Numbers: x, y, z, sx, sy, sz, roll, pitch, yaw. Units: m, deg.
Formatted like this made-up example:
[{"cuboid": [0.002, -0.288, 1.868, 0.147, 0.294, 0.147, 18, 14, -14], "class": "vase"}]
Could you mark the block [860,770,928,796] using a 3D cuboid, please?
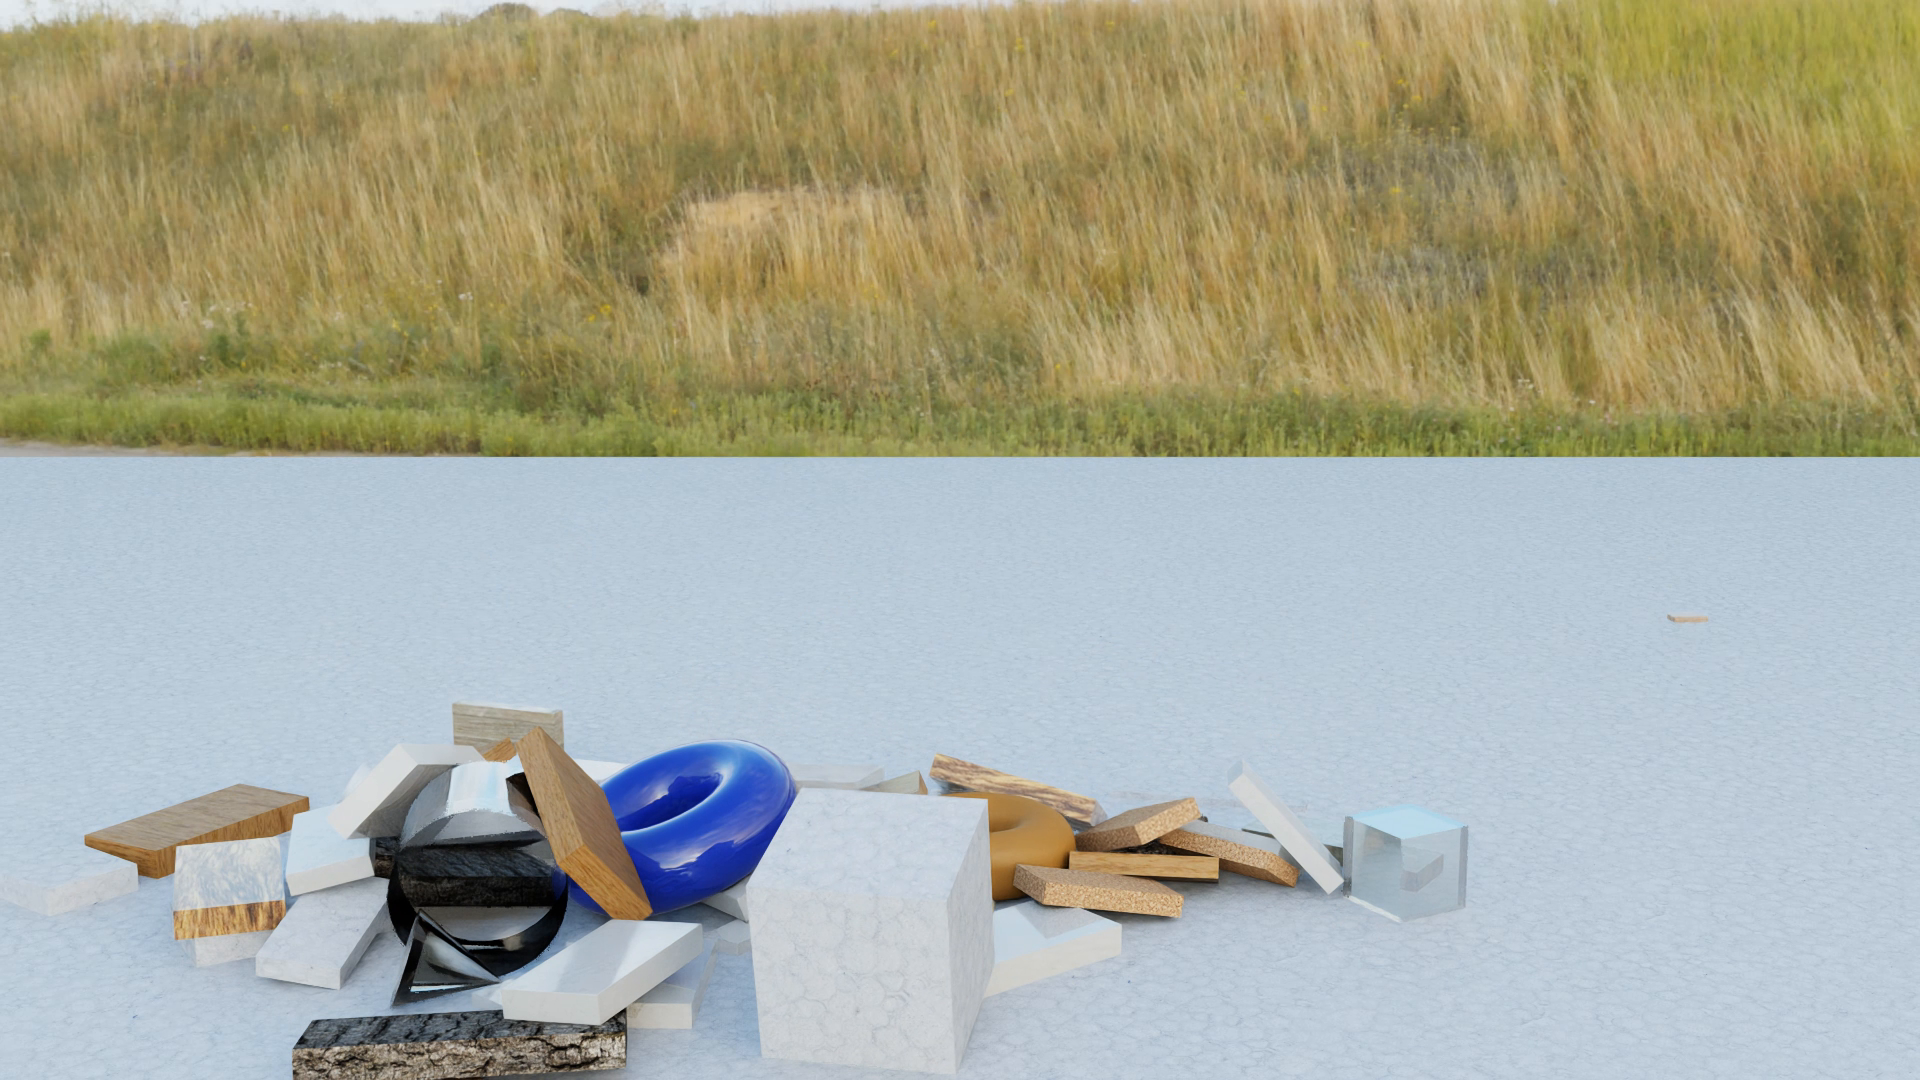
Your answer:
[{"cuboid": [-0.202, 0.490, 3.717, 0.300, 0.042, 0.150, -19, 24, 8], "class": "block"}]

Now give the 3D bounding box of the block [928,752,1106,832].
[{"cuboid": [0.105, 0.456, 3.939, 0.301, 0.043, 0.150, 15, -13, 15], "class": "block"}]

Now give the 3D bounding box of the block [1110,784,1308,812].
[{"cuboid": [0.472, 0.490, 4.174, 0.371, 0.013, 0.046, 3, 11, 15], "class": "block"}]

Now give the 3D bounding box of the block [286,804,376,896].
[{"cuboid": [-1.004, 0.487, 3.523, 0.128, 0.036, 0.256, -13, 17, -10], "class": "block"}]

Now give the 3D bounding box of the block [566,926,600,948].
[{"cuboid": [-0.517, 0.610, 3.314, 0.140, 0.020, 0.070, 1, 12, 31], "class": "block"}]

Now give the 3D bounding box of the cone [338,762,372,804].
[{"cuboid": [-0.973, 0.522, 3.775, 0.212, 0.212, 0.212, 26, 9, -6], "class": "cone"}]

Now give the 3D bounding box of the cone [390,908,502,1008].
[{"cuboid": [-0.739, 0.628, 3.215, 0.147, 0.147, 0.147, 18, 7, -13], "class": "cone"}]

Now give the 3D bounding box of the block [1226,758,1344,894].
[{"cuboid": [0.545, 0.479, 3.693, 0.035, 0.245, 0.122, -43, 0, 9], "class": "block"}]

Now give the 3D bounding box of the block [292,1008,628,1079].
[{"cuboid": [-0.666, 0.680, 2.968, 0.427, 0.050, 0.175, -1, 0, -8], "class": "block"}]

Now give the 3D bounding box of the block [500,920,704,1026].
[{"cuboid": [-0.500, 0.607, 3.108, 0.150, 0.043, 0.301, -1, 9, 21], "class": "block"}]

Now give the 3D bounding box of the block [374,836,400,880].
[{"cuboid": [-0.858, 0.528, 3.680, 0.353, 0.050, 0.176, 6, 6, -34], "class": "block"}]

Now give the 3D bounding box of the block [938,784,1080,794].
[{"cuboid": [0.092, 0.484, 4.143, 0.245, 0.035, 0.122, 8, 13, 38], "class": "block"}]

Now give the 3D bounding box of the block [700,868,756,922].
[{"cuboid": [-0.375, 0.540, 3.630, 0.150, 0.042, 0.300, -30, 21, -29], "class": "block"}]

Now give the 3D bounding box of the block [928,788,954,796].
[{"cuboid": [-0.167, 0.485, 3.932, 0.335, 0.042, 0.150, 0, 3, -19], "class": "block"}]

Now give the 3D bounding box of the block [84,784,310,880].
[{"cuboid": [-1.357, 0.516, 3.929, 0.176, 0.050, 0.353, 6, 12, 28], "class": "block"}]

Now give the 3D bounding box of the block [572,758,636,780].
[{"cuboid": [-0.725, 0.462, 4.269, 0.236, 0.033, 0.118, 3, 11, 18], "class": "block"}]

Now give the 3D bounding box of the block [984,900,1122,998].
[{"cuboid": [0.065, 0.624, 3.354, 0.338, 0.048, 0.169, -9, 14, -39], "class": "block"}]

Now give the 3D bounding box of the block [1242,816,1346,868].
[{"cuboid": [0.635, 0.532, 3.889, 0.245, 0.035, 0.122, 7, 13, 33], "class": "block"}]

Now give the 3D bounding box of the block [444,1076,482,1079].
[{"cuboid": [-0.687, 0.733, 2.831, 0.175, 0.025, 0.087, -9, 14, -40], "class": "block"}]

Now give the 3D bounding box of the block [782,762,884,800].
[{"cuboid": [-0.327, 0.436, 3.916, 0.350, 0.050, 0.175, 0, 4, 14], "class": "block"}]

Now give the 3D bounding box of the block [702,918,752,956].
[{"cuboid": [-0.333, 0.618, 3.465, 0.070, 0.020, 0.140, 7, 12, 32], "class": "block"}]

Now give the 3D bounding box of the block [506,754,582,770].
[{"cuboid": [-0.886, 0.474, 4.068, 0.338, 0.048, 0.169, -18, 20, -42], "class": "block"}]

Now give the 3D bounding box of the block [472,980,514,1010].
[{"cuboid": [-0.634, 0.671, 3.179, 0.140, 0.020, 0.070, 9, 14, 40], "class": "block"}]

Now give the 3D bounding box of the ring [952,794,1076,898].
[{"cuboid": [0.029, 0.520, 3.744, 0.337, 0.112, 0.337, 0, 11, 0], "class": "ring"}]

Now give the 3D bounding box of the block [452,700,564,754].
[{"cuboid": [-0.907, 0.391, 4.416, 0.236, 0.118, 0.033, 4, 11, 20], "class": "block"}]

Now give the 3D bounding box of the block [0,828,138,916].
[{"cuboid": [-1.554, 0.558, 3.717, 0.323, 0.046, 0.162, 8, 13, 37], "class": "block"}]

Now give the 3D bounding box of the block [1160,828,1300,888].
[{"cuboid": [0.456, 0.537, 3.729, 0.214, 0.030, 0.107, 9, -18, 39], "class": "block"}]

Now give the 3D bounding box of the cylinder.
[{"cuboid": [-0.739, 0.506, 3.403, 0.263, 0.263, 0.263, -2, 11, -9], "class": "cylinder"}]

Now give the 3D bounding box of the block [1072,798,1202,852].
[{"cuboid": [0.301, 0.491, 3.764, 0.122, 0.035, 0.245, -21, -3, -25], "class": "block"}]

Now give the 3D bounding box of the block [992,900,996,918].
[{"cuboid": [-0.115, 0.516, 3.475, 0.150, 0.043, 0.374, -7, 25, -34], "class": "block"}]

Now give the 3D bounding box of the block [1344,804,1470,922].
[{"cuboid": [0.732, 0.529, 3.613, 0.140, 0.140, 0.140, -6, 12, -29], "class": "block"}]

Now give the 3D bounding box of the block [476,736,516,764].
[{"cuboid": [-0.923, 0.437, 3.972, 0.128, 0.036, 0.273, -20, 8, 21], "class": "block"}]

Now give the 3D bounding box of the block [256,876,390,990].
[{"cuboid": [-0.966, 0.593, 3.371, 0.128, 0.036, 0.256, 9, 22, 3], "class": "block"}]

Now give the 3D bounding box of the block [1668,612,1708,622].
[{"cuboid": [1.895, 0.202, 5.724, 0.092, 0.013, 0.046, -1, 11, -6], "class": "block"}]

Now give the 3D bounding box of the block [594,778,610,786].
[{"cuboid": [-0.768, 0.484, 3.862, 0.338, 0.048, 0.169, -4, -25, -18], "class": "block"}]

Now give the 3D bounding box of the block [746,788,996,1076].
[{"cuboid": [-0.116, 0.538, 3.062, 0.273, 0.273, 0.273, 2, 23, 12], "class": "block"}]

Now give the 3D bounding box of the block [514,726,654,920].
[{"cuboid": [-0.588, 0.445, 3.423, 0.050, 0.175, 0.350, -38, 33, -1], "class": "block"}]

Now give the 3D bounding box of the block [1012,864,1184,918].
[{"cuboid": [0.223, 0.565, 3.544, 0.245, 0.035, 0.122, 9, 2, -22], "class": "block"}]

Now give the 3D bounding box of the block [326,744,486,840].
[{"cuboid": [-0.883, 0.404, 3.543, 0.046, 0.162, 0.323, 44, 1, 10], "class": "block"}]

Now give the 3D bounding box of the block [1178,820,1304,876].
[{"cuboid": [0.478, 0.524, 3.774, 0.214, 0.030, 0.107, 9, -18, 38], "class": "block"}]

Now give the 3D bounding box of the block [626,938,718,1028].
[{"cuboid": [-0.441, 0.650, 3.243, 0.130, 0.037, 0.260, 0, 11, 2], "class": "block"}]

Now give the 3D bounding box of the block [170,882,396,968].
[{"cuboid": [-1.056, 0.595, 3.504, 0.353, 0.050, 0.176, -6, 12, -31], "class": "block"}]

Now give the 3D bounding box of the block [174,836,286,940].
[{"cuboid": [-1.160, 0.549, 3.491, 0.162, 0.046, 0.323, -4, 11, -18], "class": "block"}]

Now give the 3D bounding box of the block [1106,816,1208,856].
[{"cuboid": [0.346, 0.530, 3.871, 0.107, 0.030, 0.214, -3, 8, 30], "class": "block"}]

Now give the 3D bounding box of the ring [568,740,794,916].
[{"cuboid": [-0.471, 0.472, 3.634, 0.420, 0.140, 0.420, -17, 20, 7], "class": "ring"}]

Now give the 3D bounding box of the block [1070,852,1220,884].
[{"cuboid": [0.310, 0.548, 3.679, 0.245, 0.035, 0.122, 1, -12, 7], "class": "block"}]
